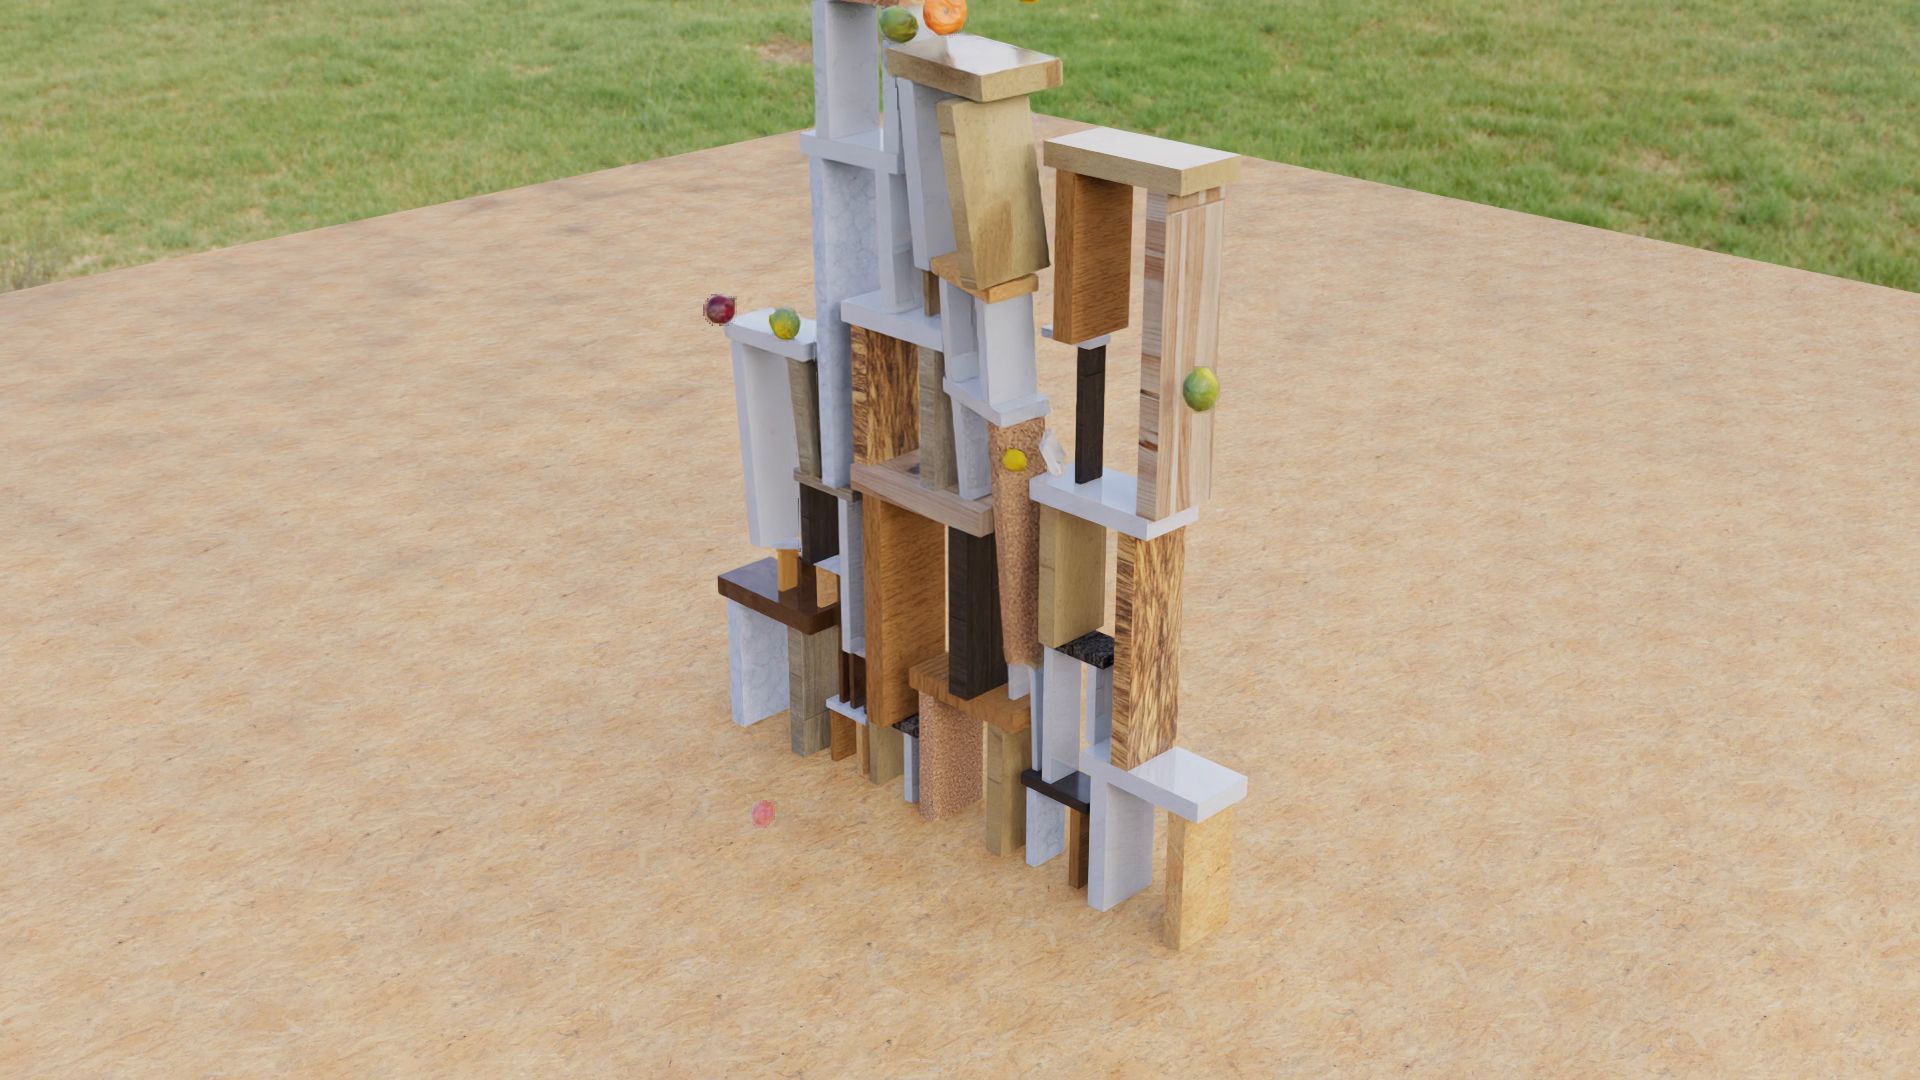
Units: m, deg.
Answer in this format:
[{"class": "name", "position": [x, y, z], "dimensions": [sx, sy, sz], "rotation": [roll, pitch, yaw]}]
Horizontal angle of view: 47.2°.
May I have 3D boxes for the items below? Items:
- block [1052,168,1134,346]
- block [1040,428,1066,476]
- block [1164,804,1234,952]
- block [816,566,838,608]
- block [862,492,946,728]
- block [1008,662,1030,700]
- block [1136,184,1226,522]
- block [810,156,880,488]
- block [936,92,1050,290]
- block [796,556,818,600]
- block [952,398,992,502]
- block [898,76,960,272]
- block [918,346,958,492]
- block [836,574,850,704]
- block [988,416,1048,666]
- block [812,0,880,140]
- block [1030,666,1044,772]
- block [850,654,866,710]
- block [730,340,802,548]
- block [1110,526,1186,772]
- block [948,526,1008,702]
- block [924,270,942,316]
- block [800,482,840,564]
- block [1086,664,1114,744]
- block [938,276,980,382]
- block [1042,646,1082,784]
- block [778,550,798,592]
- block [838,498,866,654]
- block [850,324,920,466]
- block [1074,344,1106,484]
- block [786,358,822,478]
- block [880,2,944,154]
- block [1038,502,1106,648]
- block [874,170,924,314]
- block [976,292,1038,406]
[{"class": "block", "position": [0.229, -0.499, 3.773], "dimensions": [0.043, 0.301, 0.150], "rotation": [21, 30, 41]}, {"class": "block", "position": [0.162, -0.154, 3.844], "dimensions": [0.016, 0.057, 0.113], "rotation": [-26, 13, 14]}, {"class": "block", "position": [0.434, 0.596, 4.000], "dimensions": [0.039, 0.278, 0.139], "rotation": [21, 31, 41]}, {"class": "block", "position": [-0.275, 0.090, 4.562], "dimensions": [0.046, 0.092, 0.013], "rotation": [-21, 31, -41]}, {"class": "block", "position": [-0.109, 0.119, 4.392], "dimensions": [0.050, 0.496, 0.175], "rotation": [21, 31, 40]}, {"class": "block", "position": [0.114, 0.255, 4.210], "dimensions": [0.048, 0.095, 0.014], "rotation": [-22, 31, -37]}, {"class": "block", "position": [0.370, -0.319, 3.695], "dimensions": [0.043, 0.570, 0.150], "rotation": [21, 31, 41]}, {"class": "block", "position": [-0.217, -0.430, 4.279], "dimensions": [0.132, 0.660, 0.037], "rotation": [-20, 29, -38]}, {"class": "block", "position": [0.059, -0.602, 3.748], "dimensions": [0.159, 0.319, 0.045], "rotation": [-22, 26, -30]}, {"class": "block", "position": [-0.318, 0.075, 4.596], "dimensions": [0.013, 0.095, 0.047], "rotation": [22, 31, 40]}, {"class": "block", "position": [0.042, -0.183, 4.070], "dimensions": [0.102, 0.204, 0.029], "rotation": [-21, 31, -28]}, {"class": "block", "position": [-0.018, -0.669, 3.932], "dimensions": [0.159, 0.345, 0.045], "rotation": [-20, 28, -30]}, {"class": "block", "position": [-0.013, -0.244, 4.128], "dimensions": [0.040, 0.279, 0.140], "rotation": [21, 31, 40]}, {"class": "block", "position": [-0.231, 0.200, 4.561], "dimensions": [0.046, 0.292, 0.013], "rotation": [-21, 31, -40]}, {"class": "block", "position": [0.117, -0.003, 4.030], "dimensions": [0.102, 0.495, 0.029], "rotation": [-19, 30, -25]}, {"class": "block", "position": [-0.211, -0.883, 4.072], "dimensions": [0.037, 0.259, 0.130], "rotation": [20, 30, 40]}, {"class": "block", "position": [0.157, 0.332, 4.192], "dimensions": [0.048, 0.225, 0.014], "rotation": [-23, 32, -38]}, {"class": "block", "position": [-0.208, 0.284, 4.569], "dimensions": [0.013, 0.130, 0.046], "rotation": [21, 31, 41]}, {"class": "block", "position": [-0.396, -0.210, 4.551], "dimensions": [0.122, 0.441, 0.035], "rotation": [-21, 26, -40]}, {"class": "block", "position": [0.336, 0.182, 3.932], "dimensions": [0.039, 0.459, 0.138], "rotation": [21, 31, 41]}, {"class": "block", "position": [0.057, 0.116, 4.212], "dimensions": [0.050, 0.350, 0.175], "rotation": [21, 31, 41]}, {"class": "block", "position": [-0.044, -0.469, 4.072], "dimensions": [0.050, 0.100, 0.014], "rotation": [-21, 30, -39]}, {"class": "block", "position": [-0.285, -0.045, 4.507], "dimensions": [0.025, 0.175, 0.088], "rotation": [21, 31, 41]}, {"class": "block", "position": [0.268, 0.290, 4.059], "dimensions": [0.080, 0.160, 0.023], "rotation": [-21, 31, -41]}, {"class": "block", "position": [0.018, -0.392, 3.973], "dimensions": [0.099, 0.198, 0.028], "rotation": [-18, 31, -24]}, {"class": "block", "position": [0.192, 0.318, 4.152], "dimensions": [0.080, 0.285, 0.023], "rotation": [-21, 31, -41]}, {"class": "block", "position": [-0.362, 0.057, 4.636], "dimensions": [0.047, 0.094, 0.013], "rotation": [-22, 33, -40]}, {"class": "block", "position": [-0.202, 0.062, 4.462], "dimensions": [0.088, 0.338, 0.025], "rotation": [-21, 31, -40]}, {"class": "block", "position": [-0.143, -0.295, 4.248], "dimensions": [0.040, 0.279, 0.140], "rotation": [21, 31, 40]}, {"class": "block", "position": [0.230, -0.225, 3.878], "dimensions": [0.057, 0.253, 0.016], "rotation": [-21, 31, -41]}, {"class": "block", "position": [-0.276, -0.259, 4.406], "dimensions": [0.122, 0.244, 0.035], "rotation": [-22, 24, -40]}, {"class": "block", "position": [-0.083, -0.836, 3.960], "dimensions": [0.037, 0.259, 0.130], "rotation": [18, 29, 37]}, {"class": "block", "position": [0.206, 0.047, 4.016], "dimensions": [0.138, 0.276, 0.039], "rotation": [-21, 31, -41]}, {"class": "block", "position": [-0.091, -0.566, 4.089], "dimensions": [0.037, 0.264, 0.132], "rotation": [17, 28, 42]}, {"class": "block", "position": [0.083, -0.342, 3.871], "dimensions": [0.099, 0.198, 0.028], "rotation": [-18, 31, -25]}]
